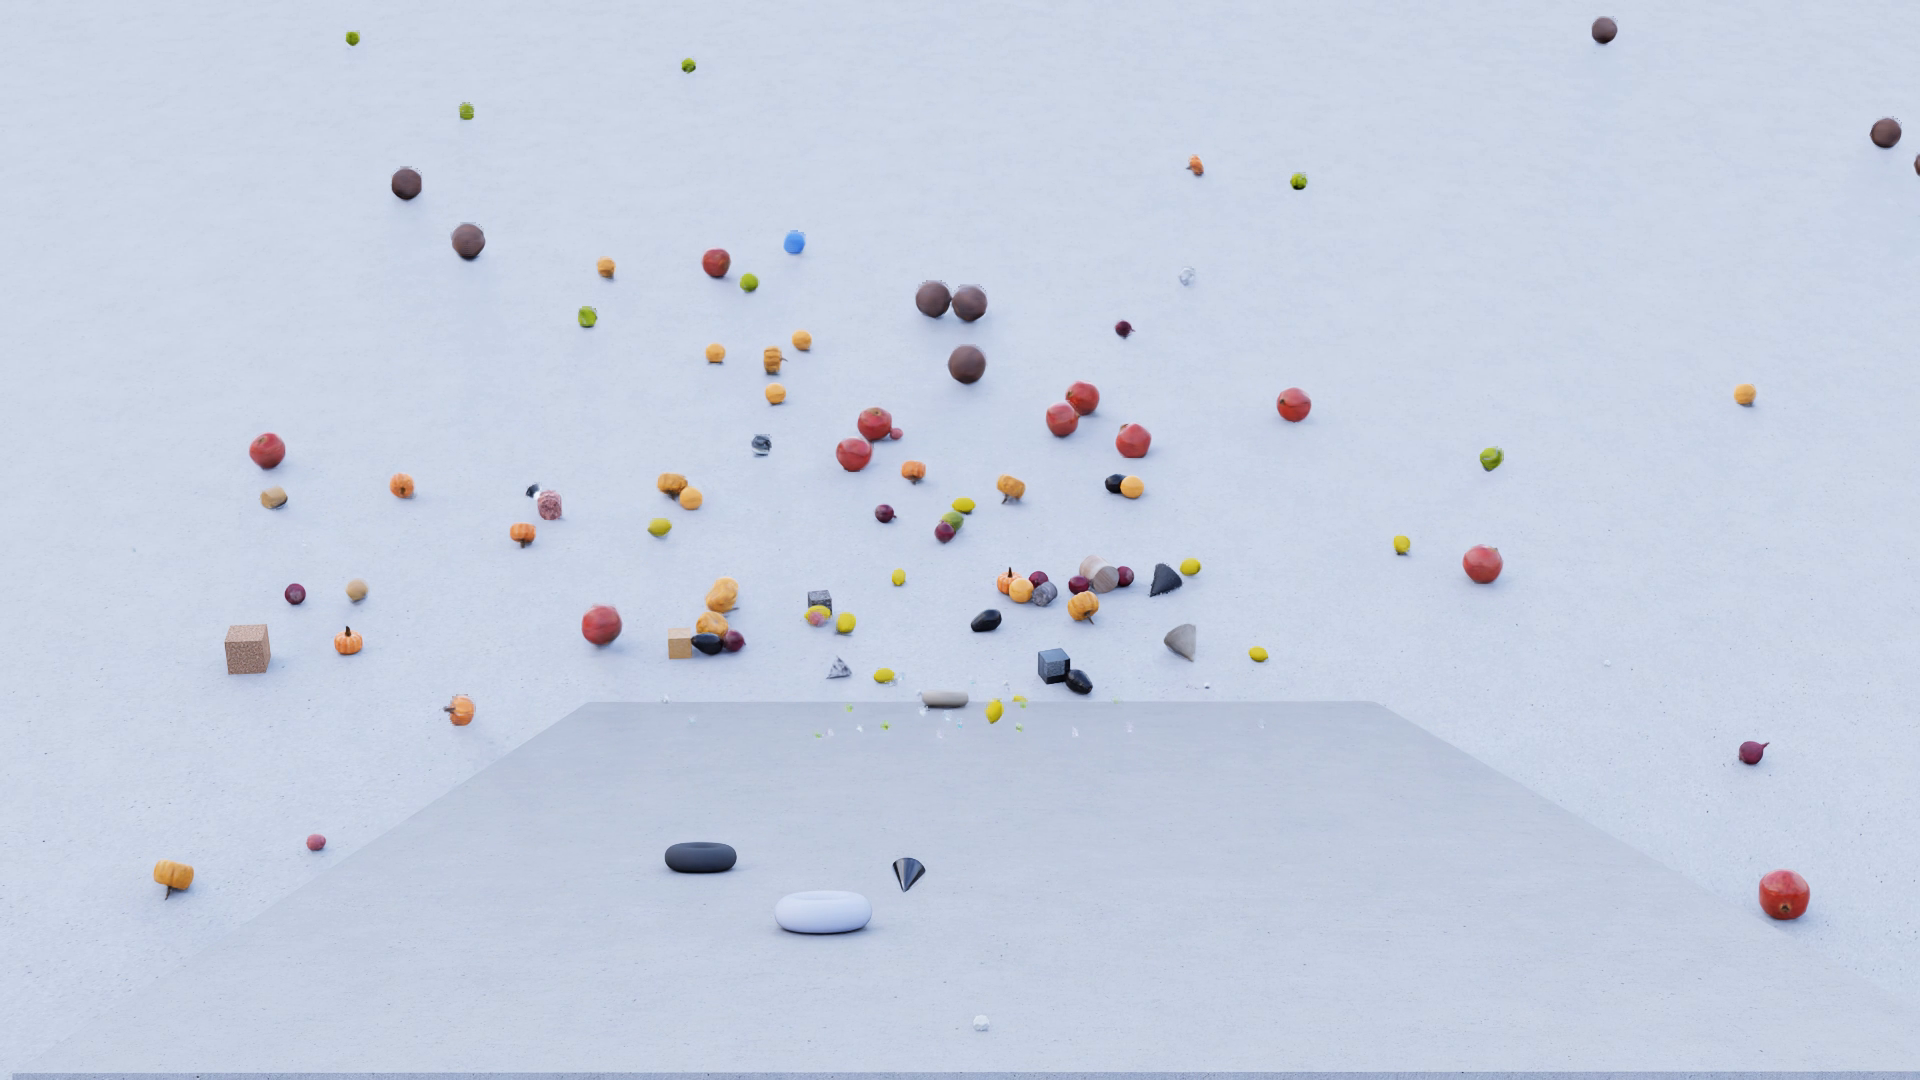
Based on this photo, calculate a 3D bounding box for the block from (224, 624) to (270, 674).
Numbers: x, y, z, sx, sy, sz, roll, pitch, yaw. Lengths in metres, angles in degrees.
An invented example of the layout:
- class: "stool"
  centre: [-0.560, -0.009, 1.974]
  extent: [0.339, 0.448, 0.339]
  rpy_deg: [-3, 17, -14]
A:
- class: "block"
  centre: [-1.909, 0.293, 6.909]
  extent: [0.098, 0.098, 0.098]
  rpy_deg: [-2, 25, -5]

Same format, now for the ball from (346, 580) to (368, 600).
- class: "ball"
  centre: [-1.703, 0.141, 7.276]
  extent: [0.060, 0.060, 0.060]
  rpy_deg: [0, 25, 0]

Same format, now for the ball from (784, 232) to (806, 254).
- class: "ball"
  centre: [-0.643, -1.149, 9.990]
  extent: [0.085, 0.085, 0.085]
  rpy_deg: [0, 25, 0]

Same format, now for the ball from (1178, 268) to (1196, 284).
- class: "ball"
  centre: [0.851, -0.989, 9.677]
  extent: [0.062, 0.062, 0.062]
  rpy_deg: [0, 25, 0]

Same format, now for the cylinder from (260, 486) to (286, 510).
- class: "cylinder"
  centre: [-2.091, -0.129, 7.854]
  extent: [0.055, 0.055, 0.055]
  rpy_deg: [19, 31, 35]

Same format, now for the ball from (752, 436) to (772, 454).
- class: "ball"
  centre: [-0.633, -0.303, 8.217]
  extent: [0.063, 0.063, 0.063]
  rpy_deg: [0, 25, 0]

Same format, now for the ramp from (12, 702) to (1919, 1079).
- class: "ramp"
  centre: [0.057, 0.519, 4.559]
  extent: [2.000, 0.100, 4.000]
  rpy_deg: [0, 2, 0]

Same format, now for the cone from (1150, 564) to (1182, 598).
- class: "cone"
  centre: [0.566, 0.132, 7.317]
  extent: [0.093, 0.093, 0.093]
  rpy_deg: [22, 60, 39]

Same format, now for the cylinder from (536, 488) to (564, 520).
- class: "cylinder"
  centre: [-1.238, -0.106, 7.788]
  extent: [0.070, 0.070, 0.070]
  rpy_deg: [-8, 43, -17]

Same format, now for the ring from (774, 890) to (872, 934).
- class: "ring"
  centre: [-0.178, 0.484, 3.355]
  extent: [0.128, 0.043, 0.128]
  rpy_deg: [-1, 0, 0]

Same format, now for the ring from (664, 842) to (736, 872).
- class: "ring"
  centre: [-0.387, 0.473, 3.844]
  extent: [0.108, 0.036, 0.108]
  rpy_deg: [1, 0, 0]

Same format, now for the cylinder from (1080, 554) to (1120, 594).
- class: "cylinder"
  centre: [0.396, 0.097, 7.342]
  extent: [0.084, 0.084, 0.084]
  rpy_deg: [-12, 28, -24]

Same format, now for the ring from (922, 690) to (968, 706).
- class: "ring"
  centre: [-0.037, 0.395, 6.435]
  extent: [0.120, 0.040, 0.120]
  rpy_deg: [2, -2, 0]

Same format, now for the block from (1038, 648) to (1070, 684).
- class: "block"
  centre: [0.250, 0.336, 6.854]
  extent: [0.066, 0.066, 0.066]
  rpy_deg: [-9, 27, -18]

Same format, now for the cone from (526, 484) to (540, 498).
- class: "cone"
  centre: [-1.296, -0.137, 7.909]
  extent: [0.050, 0.050, 0.050]
  rpy_deg: [44, 44, 20]

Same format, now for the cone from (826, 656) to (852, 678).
- class: "cone"
  centre: [-0.332, 0.351, 6.866]
  extent: [0.063, 0.063, 0.063]
  rpy_deg: [-38, 37, -13]

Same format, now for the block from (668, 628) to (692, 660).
- class: "block"
  centre: [-0.758, 0.280, 6.978]
  extent: [0.062, 0.062, 0.062]
  rpy_deg: [-2, 25, -5]

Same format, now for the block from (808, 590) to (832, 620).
- class: "block"
  centre: [-0.391, 0.180, 7.195]
  extent: [0.058, 0.058, 0.058]
  rpy_deg: [-6, 26, -12]
